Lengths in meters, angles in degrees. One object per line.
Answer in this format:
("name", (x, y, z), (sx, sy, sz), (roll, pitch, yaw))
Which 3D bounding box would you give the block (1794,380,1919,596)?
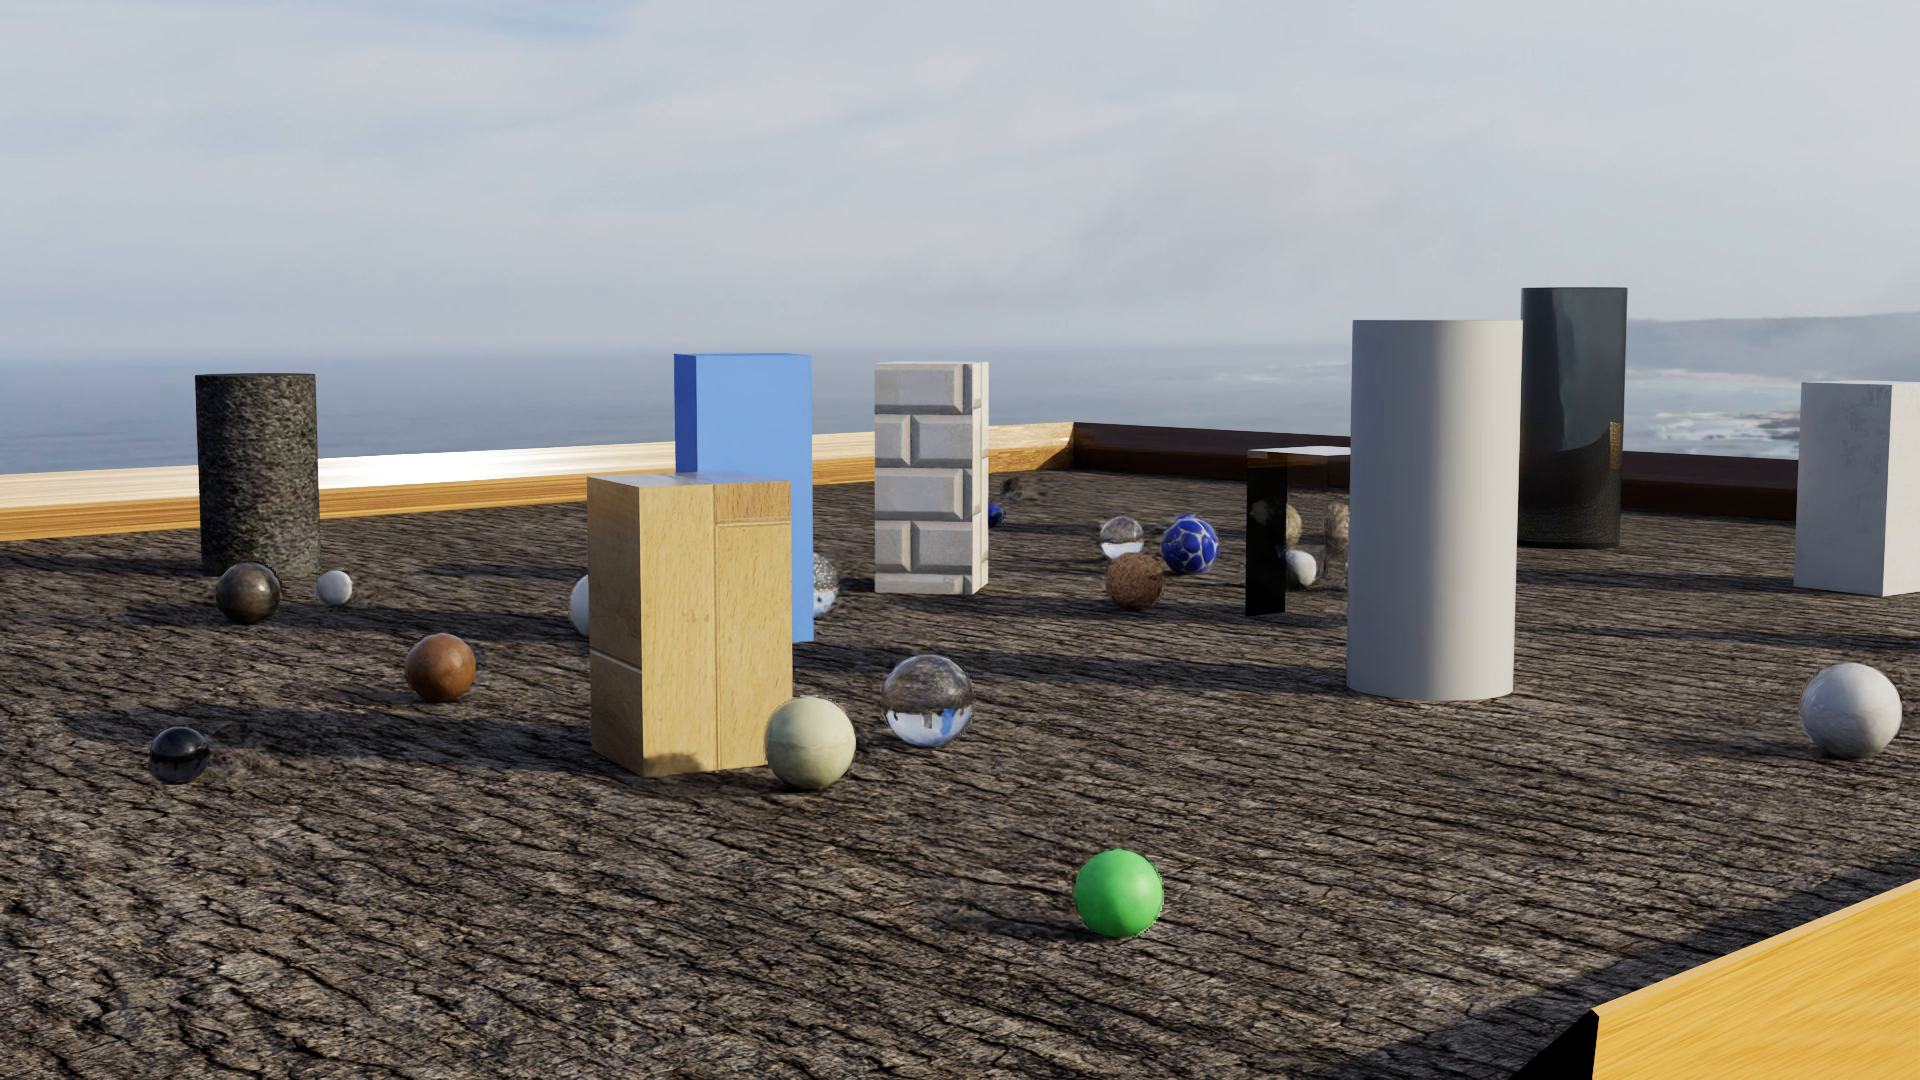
("block", (1.452, -0.087, 3.510), (0.155, 0.329, 0.155), (-4, 7, -36))

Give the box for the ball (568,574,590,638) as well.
("ball", (-0.477, 0.088, 2.958), (0.097, 0.097, 0.097), (0, 6, 0))

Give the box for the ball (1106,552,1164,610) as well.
("ball", (0.259, 0.061, 3.269), (0.086, 0.086, 0.086), (0, 6, 0))

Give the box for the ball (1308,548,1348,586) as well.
("ball", (0.594, 0.043, 3.542), (0.063, 0.063, 0.063), (0, 6, 0))

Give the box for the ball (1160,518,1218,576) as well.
("ball", (0.385, 0.010, 3.694), (0.097, 0.097, 0.097), (0, 6, 0))

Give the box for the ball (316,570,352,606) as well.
("ball", (-0.943, 0.072, 3.315), (0.053, 0.053, 0.053), (0, 6, 0))

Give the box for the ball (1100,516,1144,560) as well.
("ball", (0.286, -0.001, 3.888), (0.080, 0.080, 0.080), (0, 6, 0))

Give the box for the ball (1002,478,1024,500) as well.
("ball", (0.121, -0.117, 5.127), (0.051, 0.051, 0.051), (0, 6, 0))

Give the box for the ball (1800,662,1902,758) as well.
("ball", (0.887, 0.169, 2.190), (0.094, 0.094, 0.094), (0, 6, 0))

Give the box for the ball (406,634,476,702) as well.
("ball", (-0.590, 0.145, 2.500), (0.078, 0.078, 0.078), (0, 6, 0))

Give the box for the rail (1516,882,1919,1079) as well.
("rail", (1.283, 0.178, 1.949), (4.408, 0.126, 0.045), (-5, 8, -42))

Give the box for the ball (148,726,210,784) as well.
("ball", (-0.735, 0.202, 2.071), (0.054, 0.054, 0.054), (0, 6, 0))

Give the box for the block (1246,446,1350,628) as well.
("block", (0.523, -0.008, 3.168), (0.155, 0.243, 0.155), (-5, 8, -38))

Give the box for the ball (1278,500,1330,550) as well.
("ball", (0.637, -0.028, 4.073), (0.095, 0.095, 0.095), (0, 6, 0))

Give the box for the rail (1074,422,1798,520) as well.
("rail", (1.602, -0.121, 4.802), (0.045, 0.126, 3.832), (-5, 8, -42))

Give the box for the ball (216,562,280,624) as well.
("ball", (-1.009, 0.076, 3.117), (0.088, 0.088, 0.088), (0, 6, 0))

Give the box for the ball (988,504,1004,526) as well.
("ball", (0.065, -0.051, 4.520), (0.047, 0.047, 0.047), (0, 6, 0))

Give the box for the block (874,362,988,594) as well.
("block", (-0.044, -0.103, 3.513), (0.155, 0.360, 0.155), (1, 6, 10))

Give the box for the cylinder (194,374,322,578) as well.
("cylinder", (-1.189, -0.113, 3.729), (0.194, 0.334, 0.194), (0, 6, 0))

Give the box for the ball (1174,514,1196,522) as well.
("ball", (0.432, -0.022, 4.200), (0.056, 0.056, 0.056), (0, 6, 0))

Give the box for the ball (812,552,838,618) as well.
("ball", (-0.224, 0.065, 3.173), (0.096, 0.096, 0.096), (0, 6, 0))

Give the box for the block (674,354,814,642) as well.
("block", (-0.295, -0.060, 2.991), (0.155, 0.384, 0.155), (-2, 6, -18))

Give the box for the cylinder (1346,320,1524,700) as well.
("cylinder", (0.556, -0.042, 2.584), (0.194, 0.432, 0.194), (0, 6, 0))

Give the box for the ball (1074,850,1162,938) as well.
("ball", (0.112, 0.251, 1.564), (0.062, 0.062, 0.062), (0, 6, 0))

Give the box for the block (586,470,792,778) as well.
("block", (-0.270, 0.077, 2.188), (0.155, 0.278, 0.155), (-3, 7, -28))

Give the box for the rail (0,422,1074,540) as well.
("rail", (-1.283, -0.112, 4.715), (4.408, 0.126, 0.045), (-5, 8, -42))

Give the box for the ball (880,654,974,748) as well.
("ball", (-0.033, 0.164, 2.245), (0.095, 0.095, 0.095), (0, 6, 0))

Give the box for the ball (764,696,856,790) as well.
("ball", (-0.140, 0.189, 2.046), (0.086, 0.086, 0.086), (0, 6, 0))

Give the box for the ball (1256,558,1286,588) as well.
("ball", (0.500, 0.052, 3.535), (0.046, 0.046, 0.046), (0, 6, 0))

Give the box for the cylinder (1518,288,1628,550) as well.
("cylinder", (1.155, -0.234, 4.161), (0.194, 0.485, 0.194), (0, 6, 0))
